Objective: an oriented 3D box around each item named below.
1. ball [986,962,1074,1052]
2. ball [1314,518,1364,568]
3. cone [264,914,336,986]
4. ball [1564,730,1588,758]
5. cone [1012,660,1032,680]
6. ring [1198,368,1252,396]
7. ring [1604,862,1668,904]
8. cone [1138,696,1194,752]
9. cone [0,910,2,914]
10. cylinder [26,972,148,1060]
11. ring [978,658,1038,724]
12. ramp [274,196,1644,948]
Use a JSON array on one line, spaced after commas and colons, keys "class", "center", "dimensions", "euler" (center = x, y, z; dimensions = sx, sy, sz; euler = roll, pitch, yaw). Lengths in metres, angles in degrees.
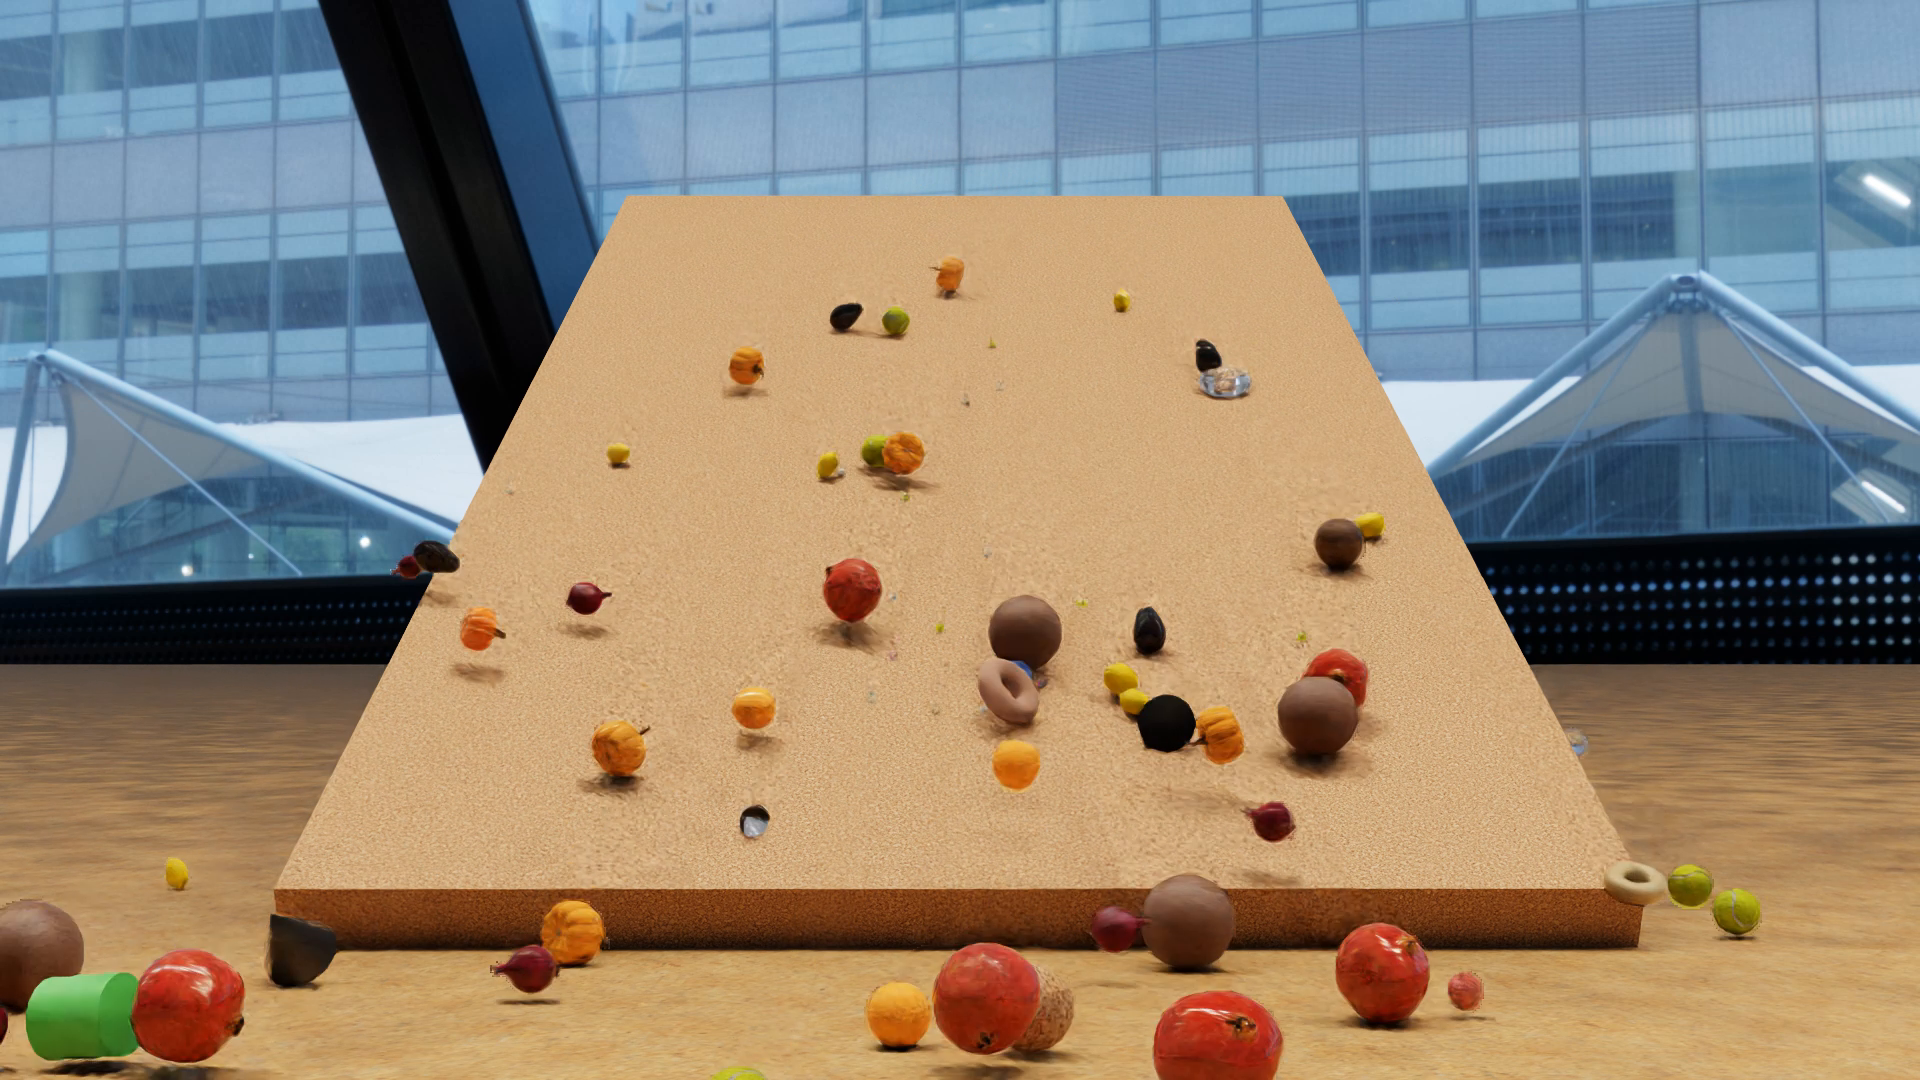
[{"class": "ball", "center": [0.076, 0.503, 2.488], "dimensions": [0.094, 0.094, 0.094], "euler": [0, -3, 0]}, {"class": "ball", "center": [0.728, 0.005, 4.439], "dimensions": [0.096, 0.096, 0.096], "euler": [0, -3, 0]}, {"class": "cone", "center": [-0.873, 0.509, 2.989], "dimensions": [0.098, 0.098, 0.098], "euler": [-1, -41, 14]}, {"class": "ball", "center": [1.134, 0.378, 4.278], "dimensions": [0.055, 0.055, 0.055], "euler": [0, -3, 0]}, {"class": "cone", "center": [0.089, 0.234, 3.984], "dimensions": [0.054, 0.054, 0.054], "euler": [1, -5, -18]}, {"class": "ring", "center": [0.618, -0.368, 5.388], "dimensions": [0.124, 0.041, 0.124], "euler": [-1, 24, 0]}, {"class": "ring", "center": [0.983, 0.499, 3.358], "dimensions": [0.090, 0.030, 0.090], "euler": [1, 23, 0]}, {"class": "cone", "center": [0.339, 0.301, 3.805], "dimensions": [0.093, 0.093, 0.093], "euler": [0, 0, 5]}, {"class": "cone", "center": [-1.617, 0.608, 3.840], "dimensions": [0.066, 0.066, 0.066], "euler": [32, -4, -1]}, {"class": "cylinder", "center": [-0.909, 0.497, 2.409], "dimensions": [0.086, 0.086, 0.086], "euler": [-6, -5, 15]}, {"class": "ring", "center": [0.080, 0.251, 3.843], "dimensions": [0.122, 0.122, 0.041], "euler": [3, -37, -48]}, {"class": "ramp", "center": [-0.007, -0.225, 5.228], "dimensions": [2.000, 0.100, 4.000], "euler": [0, 23, 0]}]
